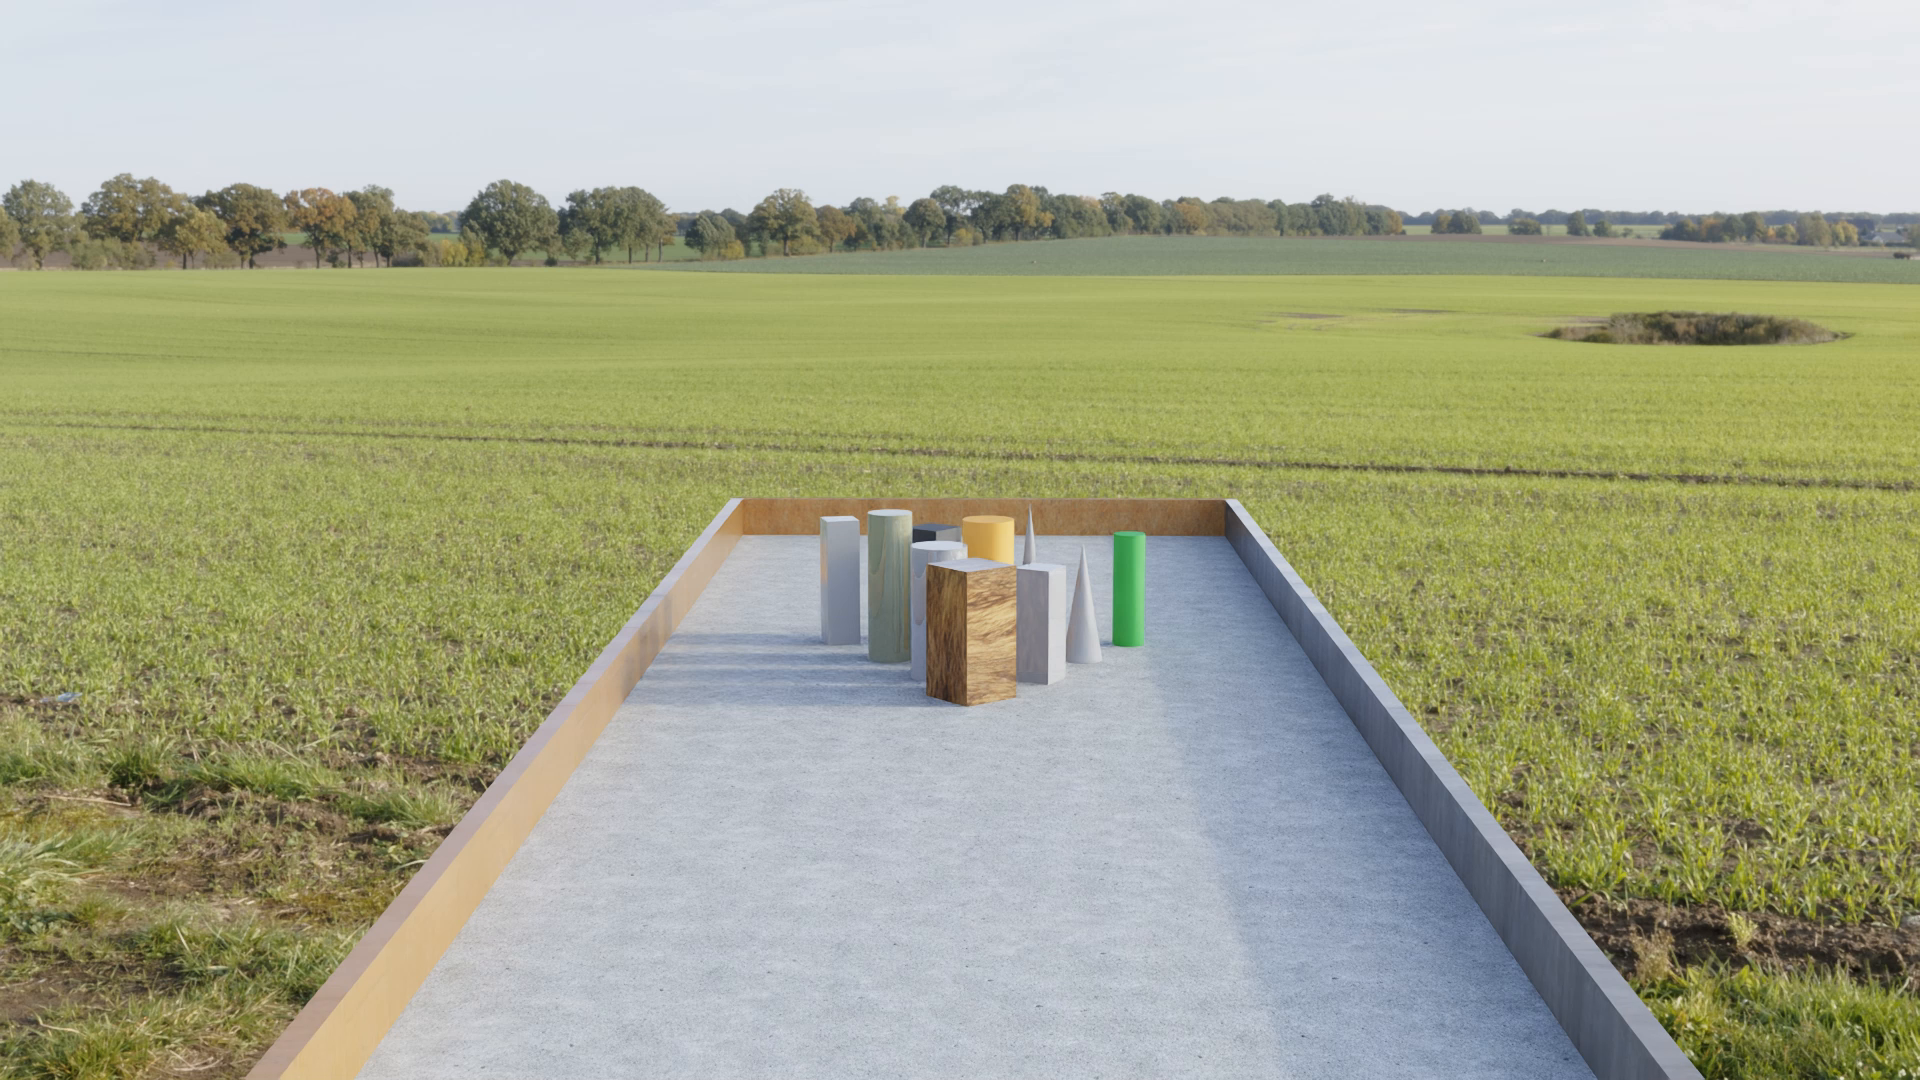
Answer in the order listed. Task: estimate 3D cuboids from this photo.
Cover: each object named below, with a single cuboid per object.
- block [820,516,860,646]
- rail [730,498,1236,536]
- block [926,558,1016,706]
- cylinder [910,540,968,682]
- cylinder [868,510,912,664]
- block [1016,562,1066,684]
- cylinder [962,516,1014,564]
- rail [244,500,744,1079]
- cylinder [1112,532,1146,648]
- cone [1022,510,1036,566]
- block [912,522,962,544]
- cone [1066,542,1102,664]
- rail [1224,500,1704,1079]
[{"bbox_3d":[-0.378,0.128,6.945,0.104,0.394,0.104,-2,9,-15],"label":"block"},{"bbox_3d":[0.099,-0.098,9.147,2.100,0.150,0.050,0,9,1],"label":"rail"},{"bbox_3d":[0.032,0.256,6.187,0.180,0.379,0.180,-7,12,-39],"label":"block"},{"bbox_3d":[-0.062,0.208,6.451,0.167,0.389,0.167,0,9,0],"label":"cylinder"},{"bbox_3d":[-0.212,0.139,6.691,0.136,0.451,0.136,0,9,0],"label":"cylinder"},{"bbox_3d":[0.234,0.243,6.410,0.111,0.334,0.111,5,10,29],"label":"block"},{"bbox_3d":[0.085,0.152,6.656,0.157,0.436,0.157,0,9,0],"label":"cylinder"},{"bbox_3d":[-1.004,0.839,3.234,0.050,0.150,12.000,0,9,1],"label":"rail"},{"bbox_3d":[0.531,0.154,6.913,0.101,0.352,0.101,0,9,0],"label":"cylinder"},{"bbox_3d":[0.220,0.100,6.944,0.102,0.448,0.102,0,9,0],"label":"cone"},{"bbox_3d":[-0.085,0.139,6.964,0.128,0.365,0.128,7,11,38],"label":"block"},{"bbox_3d":[0.373,0.184,6.681,0.122,0.365,0.122,0,9,0],"label":"cone"},{"bbox_3d":[1.046,0.843,3.208,0.050,0.150,12.000,0,9,1],"label":"rail"}]
